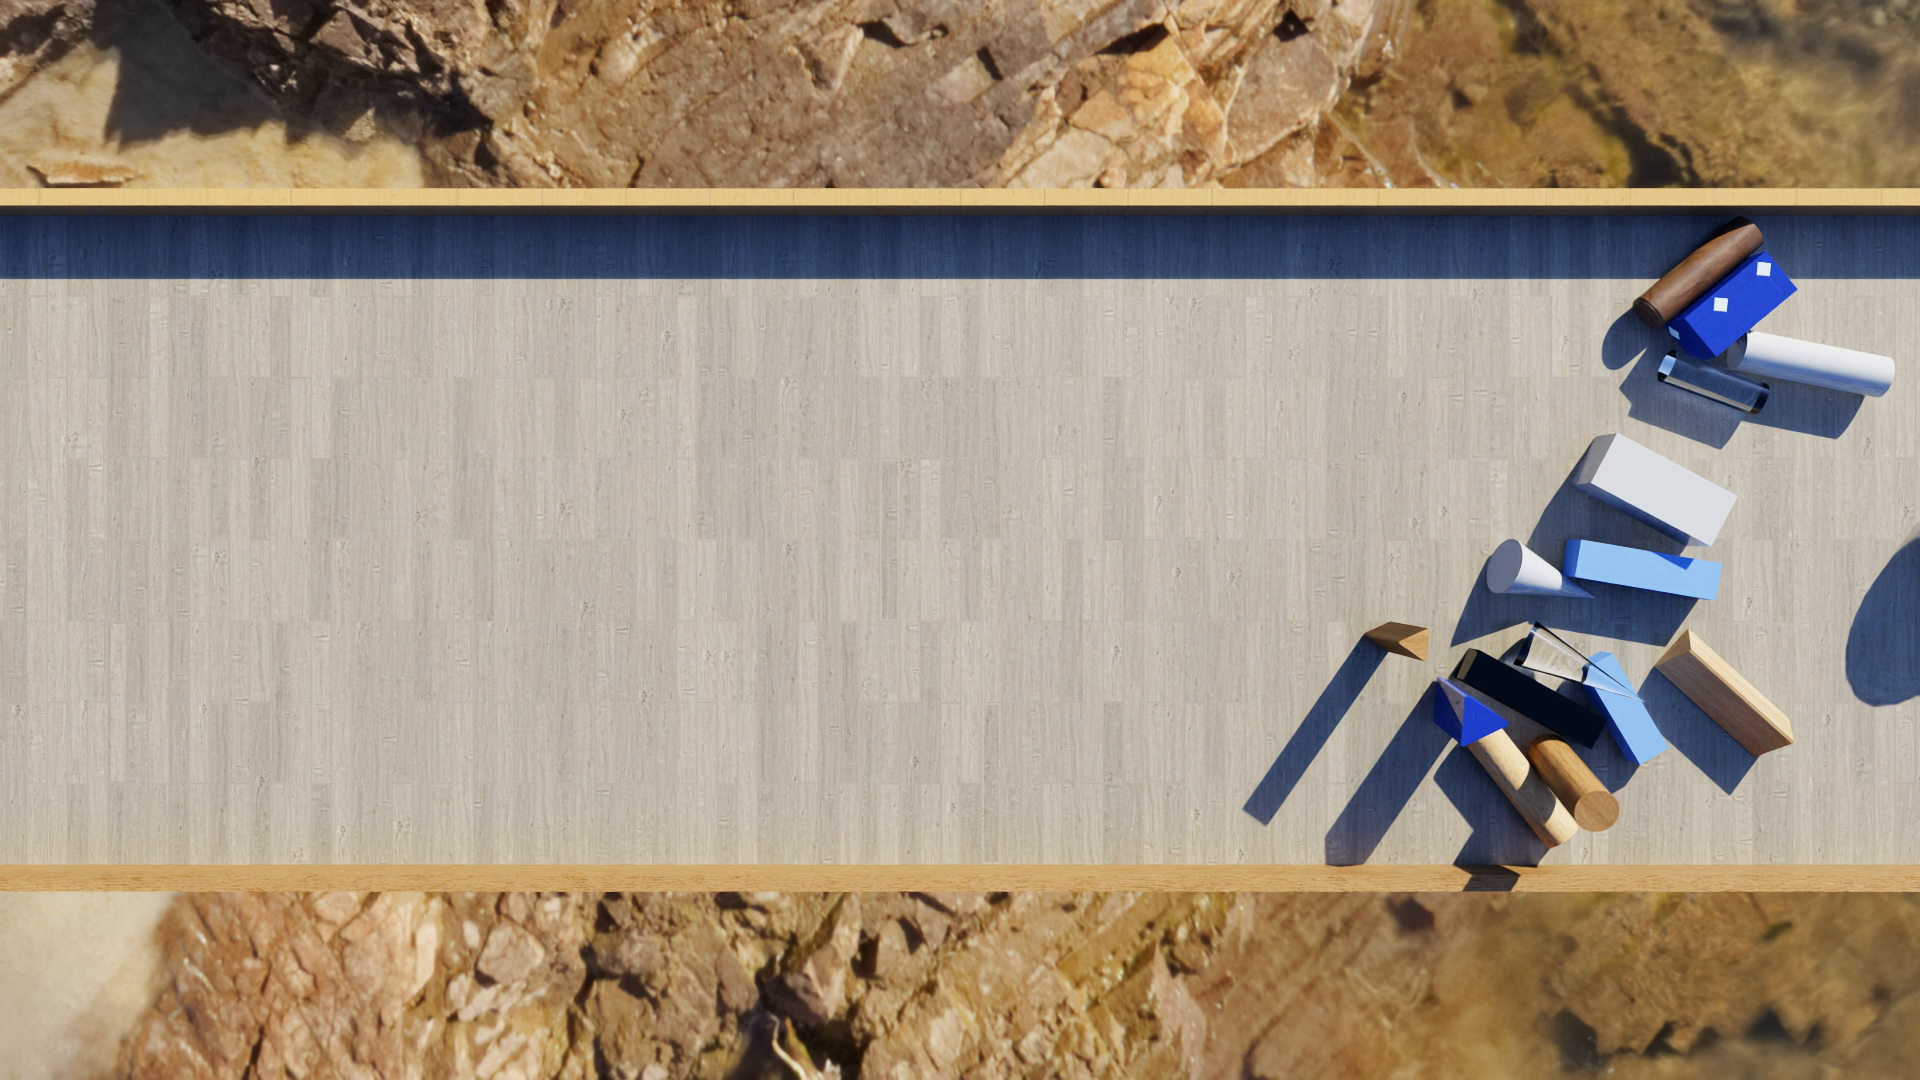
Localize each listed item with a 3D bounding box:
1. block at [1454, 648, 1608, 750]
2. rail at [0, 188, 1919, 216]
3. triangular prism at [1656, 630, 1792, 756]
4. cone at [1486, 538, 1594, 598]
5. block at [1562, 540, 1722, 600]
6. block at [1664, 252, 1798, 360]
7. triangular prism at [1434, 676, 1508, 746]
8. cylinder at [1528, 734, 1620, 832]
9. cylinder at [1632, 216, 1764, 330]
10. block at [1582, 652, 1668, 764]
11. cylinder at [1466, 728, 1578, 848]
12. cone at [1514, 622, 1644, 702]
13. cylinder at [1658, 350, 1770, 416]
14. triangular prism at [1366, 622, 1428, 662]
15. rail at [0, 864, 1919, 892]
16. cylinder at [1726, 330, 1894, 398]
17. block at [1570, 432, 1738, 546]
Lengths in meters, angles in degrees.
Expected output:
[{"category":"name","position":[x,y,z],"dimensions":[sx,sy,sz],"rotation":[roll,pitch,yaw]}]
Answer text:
[{"category":"block","position":[1.736,0.482,5.025],"dimensions":[0.441,0.102,0.102],"rotation":[29,90,0]},{"category":"rail","position":[-2.247,-1.025,5.002],"dimensions":[12.000,0.150,0.050],"rotation":[0,90,0]},{"category":"triangular prism","position":[2.341,0.469,5.006],"dimensions":[0.415,0.133,0.154],"rotation":[42,90,0]},{"category":"cone","position":[1.802,0.129,5.034],"dimensions":[0.336,0.172,0.172],"rotation":[18,90,-15]},{"category":"block","position":[2.072,0.090,5.020],"dimensions":[0.430,0.113,0.113],"rotation":[10,90,0]},{"category":"block","position":[2.334,-0.706,5.002],"dimensions":[0.316,0.150,0.150],"rotation":[-40,90,0]},{"category":"triangular prism","position":[1.487,0.489,4.897],"dimensions":[0.145,0.342,0.126],"rotation":[-27,93,5]},{"category":"cylinder","position":[1.794,0.707,4.840],"dimensions":[0.125,0.456,0.125],"rotation":[1,104,2]},{"category":"cylinder","position":[2.245,-0.812,5.019],"dimensions":[0.400,0.116,0.116],"rotation":[-39,90,0]},{"category":"block","position":[2.011,0.510,5.026],"dimensions":[0.100,0.100,0.332],"rotation":[-31,90,0]},{"category":"cylinder","position":[1.705,0.739,5.019],"dimensions":[0.116,0.116,0.408],"rotation":[-38,90,0]},{"category":"cone","position":[1.870,0.395,4.941],"dimensions":[0.376,0.151,0.151],"rotation":[28,90,20]},{"category":"cylinder","position":[2.294,-0.480,5.025],"dimensions":[0.300,0.104,0.104],"rotation":[20,90,0]},{"category":"triangular prism","position":[1.304,0.284,4.873],"dimensions":[0.093,0.407,0.080],"rotation":[35,90,0]},{"category":"rail","position":[-2.247,1.025,5.001],"dimensions":[12.000,0.150,0.050],"rotation":[0,90,0]},{"category":"cylinder","position":[2.583,-0.537,5.014],"dimensions":[0.450,0.125,0.125],"rotation":[11,90,0]},{"category":"block","position":[2.096,-0.150,4.992],"dimensions":[0.405,0.169,0.169],"rotation":[28,90,0]}]
